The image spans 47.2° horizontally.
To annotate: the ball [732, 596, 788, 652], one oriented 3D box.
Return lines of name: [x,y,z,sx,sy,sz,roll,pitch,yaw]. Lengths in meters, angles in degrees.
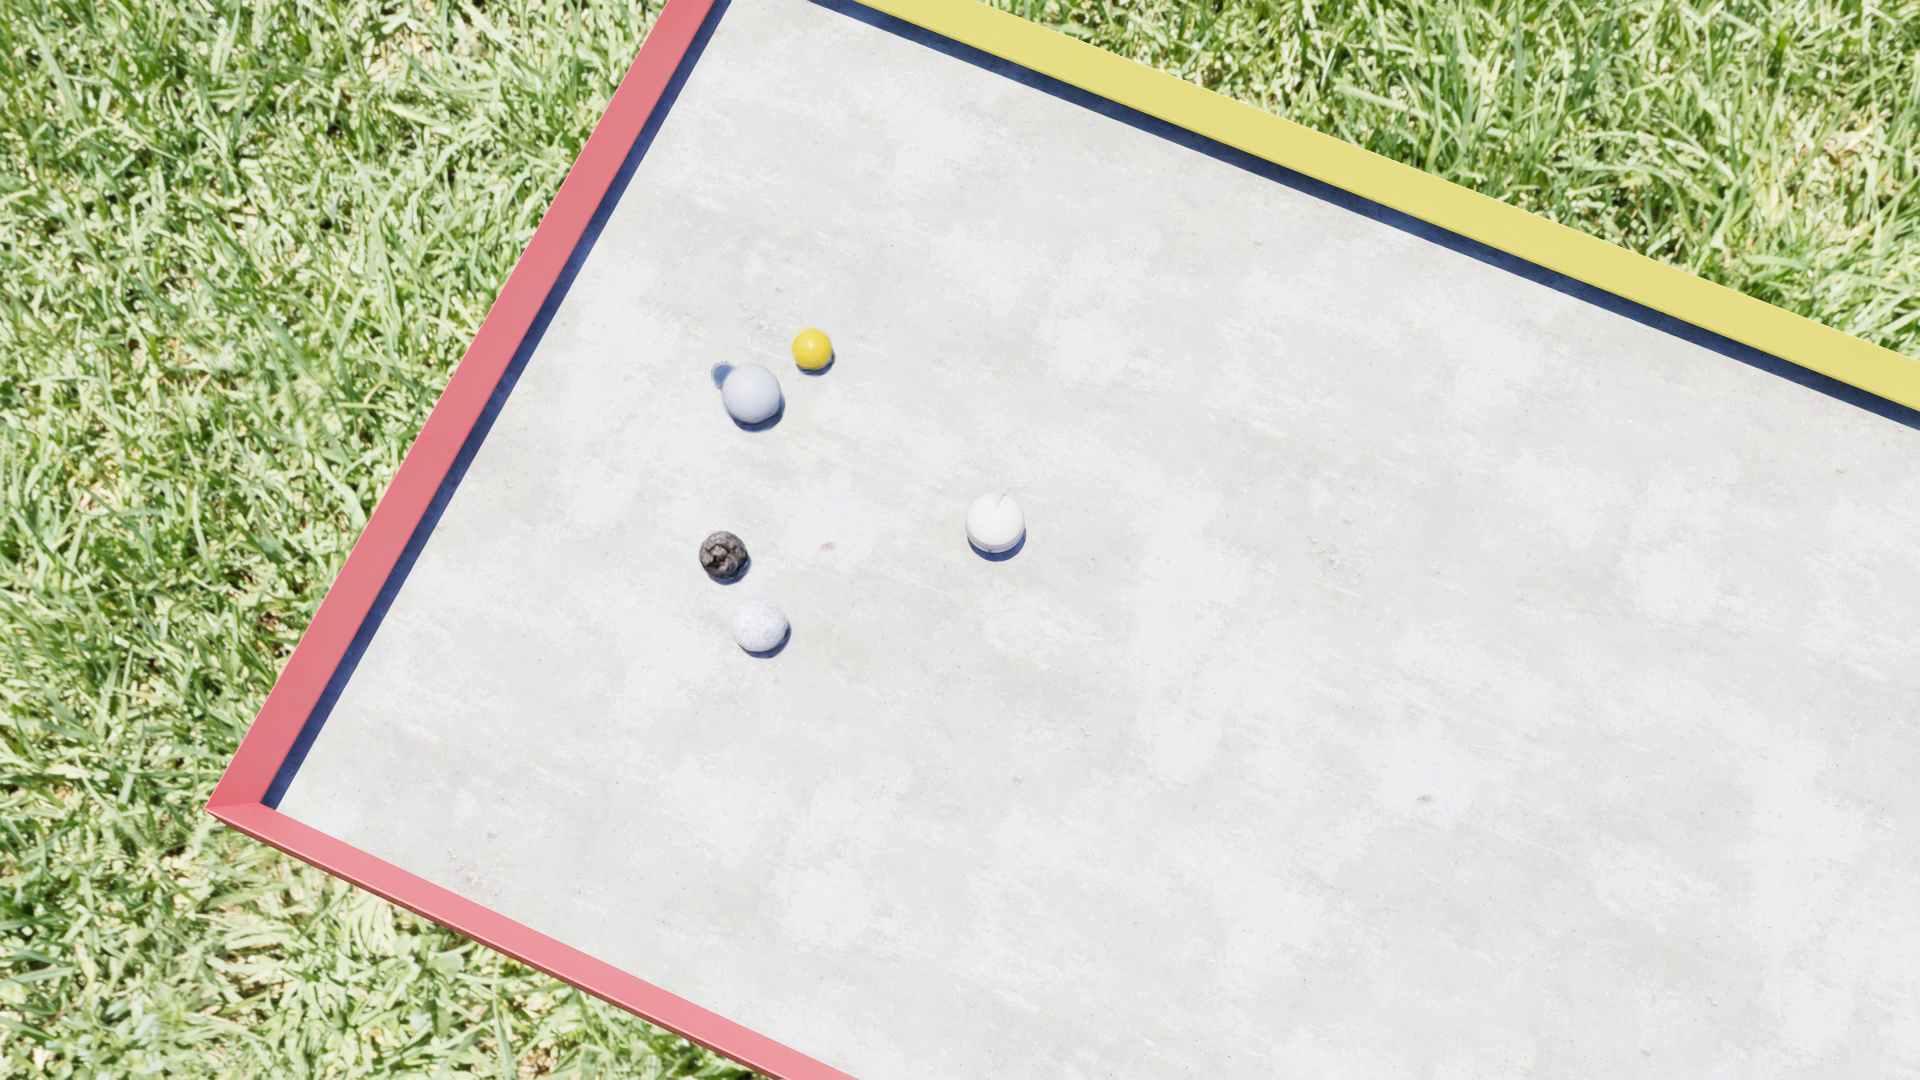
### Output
ball: [-0.309,0.129,3.385,0.086,0.086,0.086,0,70,0]

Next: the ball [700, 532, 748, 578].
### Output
ball: [-0.369,0.023,3.430,0.074,0.074,0.074,0,70,0]

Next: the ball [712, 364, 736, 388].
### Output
ball: [-0.379,-0.264,3.552,0.040,0.040,0.040,0,70,0]

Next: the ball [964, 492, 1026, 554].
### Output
ball: [0.055,-0.027,3.437,0.095,0.095,0.095,0,70,0]

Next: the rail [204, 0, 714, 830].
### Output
rail: [-0.731,-0.315,3.526,0.045,0.123,1.718,23,72,8]

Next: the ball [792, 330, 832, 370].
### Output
ball: [-0.239,-0.307,3.554,0.067,0.067,0.067,0,70,0]

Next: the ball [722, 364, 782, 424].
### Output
ball: [-0.332,-0.234,3.513,0.095,0.095,0.095,0,70,0]

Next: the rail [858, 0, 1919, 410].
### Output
rail: [1.094,-0.409,3.560,3.298,0.123,0.045,23,72,8]

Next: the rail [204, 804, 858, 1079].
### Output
rail: [0.412,1.025,3.039,3.298,0.123,0.045,23,72,8]
